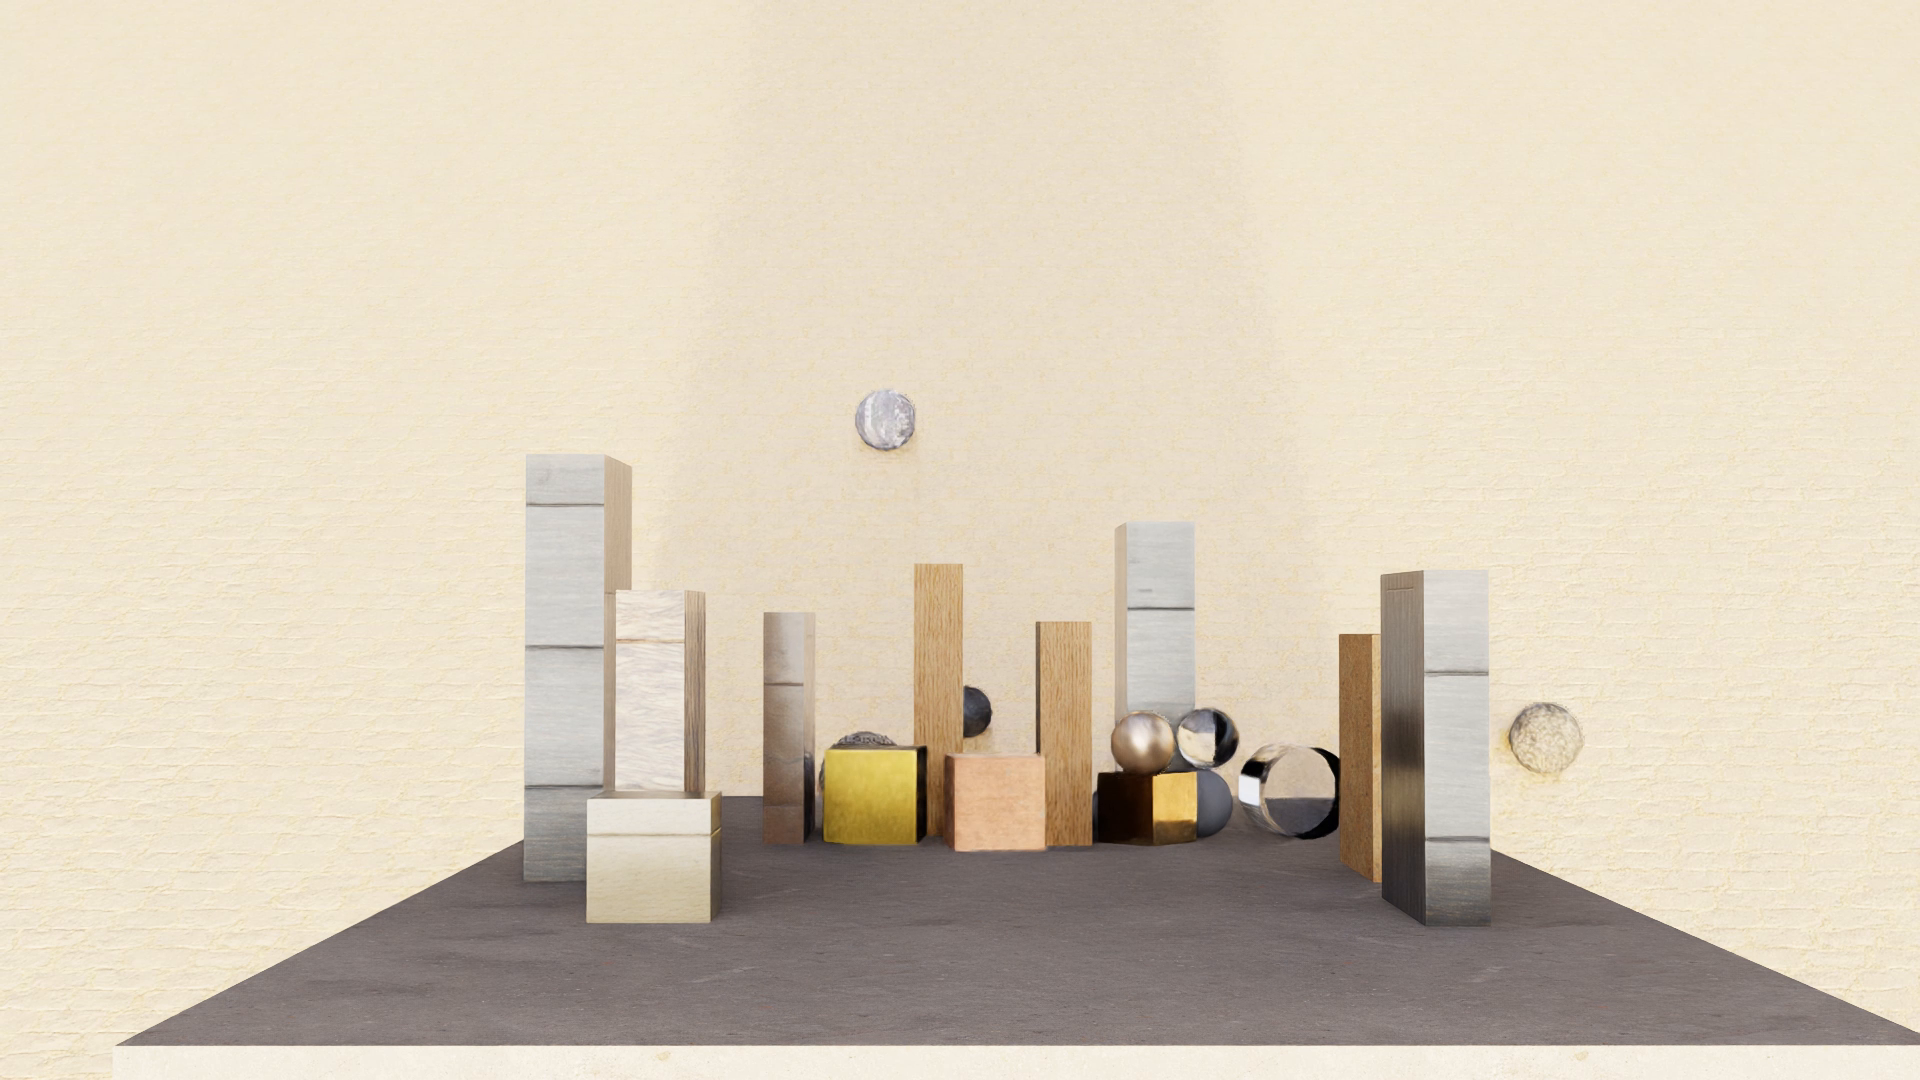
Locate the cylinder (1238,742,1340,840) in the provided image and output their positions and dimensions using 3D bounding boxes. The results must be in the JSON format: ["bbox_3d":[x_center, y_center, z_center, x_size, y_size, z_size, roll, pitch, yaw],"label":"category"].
[{"bbox_3d":[0.720,0.537,5.580,0.196,0.196,0.196,-7,0,-11],"label":"cylinder"}]

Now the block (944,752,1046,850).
[{"bbox_3d":[0.070,0.534,5.319,0.185,0.185,0.185,0,-2,-7],"label":"block"}]

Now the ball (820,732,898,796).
[{"bbox_3d":[-0.215,0.540,5.893,0.209,0.209,0.209,0,35,0],"label":"ball"}]

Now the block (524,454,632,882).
[{"bbox_3d":[-0.704,0.232,4.813,0.140,0.759,0.394,0,-2,0],"label":"block"}]

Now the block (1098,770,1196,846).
[{"bbox_3d":[0.390,0.557,5.412,0.146,0.146,0.146,-2,-2,42],"label":"block"}]

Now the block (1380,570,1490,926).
[{"bbox_3d":[0.753,0.321,4.138,0.099,0.539,0.408,0,-2,0],"label":"block"}]

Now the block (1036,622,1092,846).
[{"bbox_3d":[0.218,0.403,5.515,0.105,0.460,0.348,0,-2,0],"label":"block"}]

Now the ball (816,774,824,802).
[{"bbox_3d":[-0.270,0.583,6.194,0.142,0.142,0.142,0,35,0],"label":"ball"}]

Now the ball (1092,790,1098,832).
[{"bbox_3d":[0.329,0.576,5.538,0.115,0.115,0.115,0,35,0],"label":"ball"}]

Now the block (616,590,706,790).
[{"bbox_3d":[-0.499,0.342,4.349,0.110,0.512,0.351,0,-2,0],"label":"block"}]

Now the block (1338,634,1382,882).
[{"bbox_3d":[0.802,0.392,4.797,0.144,0.437,0.409,0,-2,0],"label":"block"}]

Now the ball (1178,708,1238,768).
[{"bbox_3d":[0.528,0.421,5.529,0.131,0.131,0.131,0,35,0],"label":"ball"}]

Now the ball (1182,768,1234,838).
[{"bbox_3d":[0.505,0.558,5.513,0.149,0.149,0.149,0,35,0],"label":"ball"}]

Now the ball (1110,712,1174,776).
[{"bbox_3d":[0.373,0.416,5.317,0.131,0.131,0.131,0,35,0],"label":"ball"}]

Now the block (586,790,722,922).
[{"bbox_3d":[-0.477,0.495,4.074,0.189,0.189,0.189,0,-2,0],"label":"block"}]

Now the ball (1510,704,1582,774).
[{"bbox_3d":[1.578,0.536,6.998,0.191,0.191,0.191,0,35,0],"label":"ball"}]

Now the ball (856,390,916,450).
[{"bbox_3d":[-0.238,-0.383,8.315,0.195,0.195,0.195,0,35,0],"label":"ball"}]

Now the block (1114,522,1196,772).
[{"bbox_3d":[0.433,0.304,5.818,0.147,0.675,0.446,0,-2,0],"label":"block"}]

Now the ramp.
[{"bbox_3d":[0.077,0.662,4.827,2.000,0.100,4.000,0,-2,0],"label":"ramp"}]

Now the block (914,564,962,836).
[{"bbox_3d":[-0.046,0.346,5.689,0.105,0.584,0.240,0,-2,0],"label":"block"}]

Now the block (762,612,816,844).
[{"bbox_3d":[-0.365,0.395,5.592,0.084,0.479,0.433,0,-2,0],"label":"block"}]

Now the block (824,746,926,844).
[{"bbox_3d":[-0.178,0.535,5.474,0.192,0.192,0.192,0,-2,5],"label":"block"}]

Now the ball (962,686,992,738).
[{"bbox_3d":[0.017,0.473,7.132,0.142,0.142,0.142,0,35,0],"label":"ball"}]
